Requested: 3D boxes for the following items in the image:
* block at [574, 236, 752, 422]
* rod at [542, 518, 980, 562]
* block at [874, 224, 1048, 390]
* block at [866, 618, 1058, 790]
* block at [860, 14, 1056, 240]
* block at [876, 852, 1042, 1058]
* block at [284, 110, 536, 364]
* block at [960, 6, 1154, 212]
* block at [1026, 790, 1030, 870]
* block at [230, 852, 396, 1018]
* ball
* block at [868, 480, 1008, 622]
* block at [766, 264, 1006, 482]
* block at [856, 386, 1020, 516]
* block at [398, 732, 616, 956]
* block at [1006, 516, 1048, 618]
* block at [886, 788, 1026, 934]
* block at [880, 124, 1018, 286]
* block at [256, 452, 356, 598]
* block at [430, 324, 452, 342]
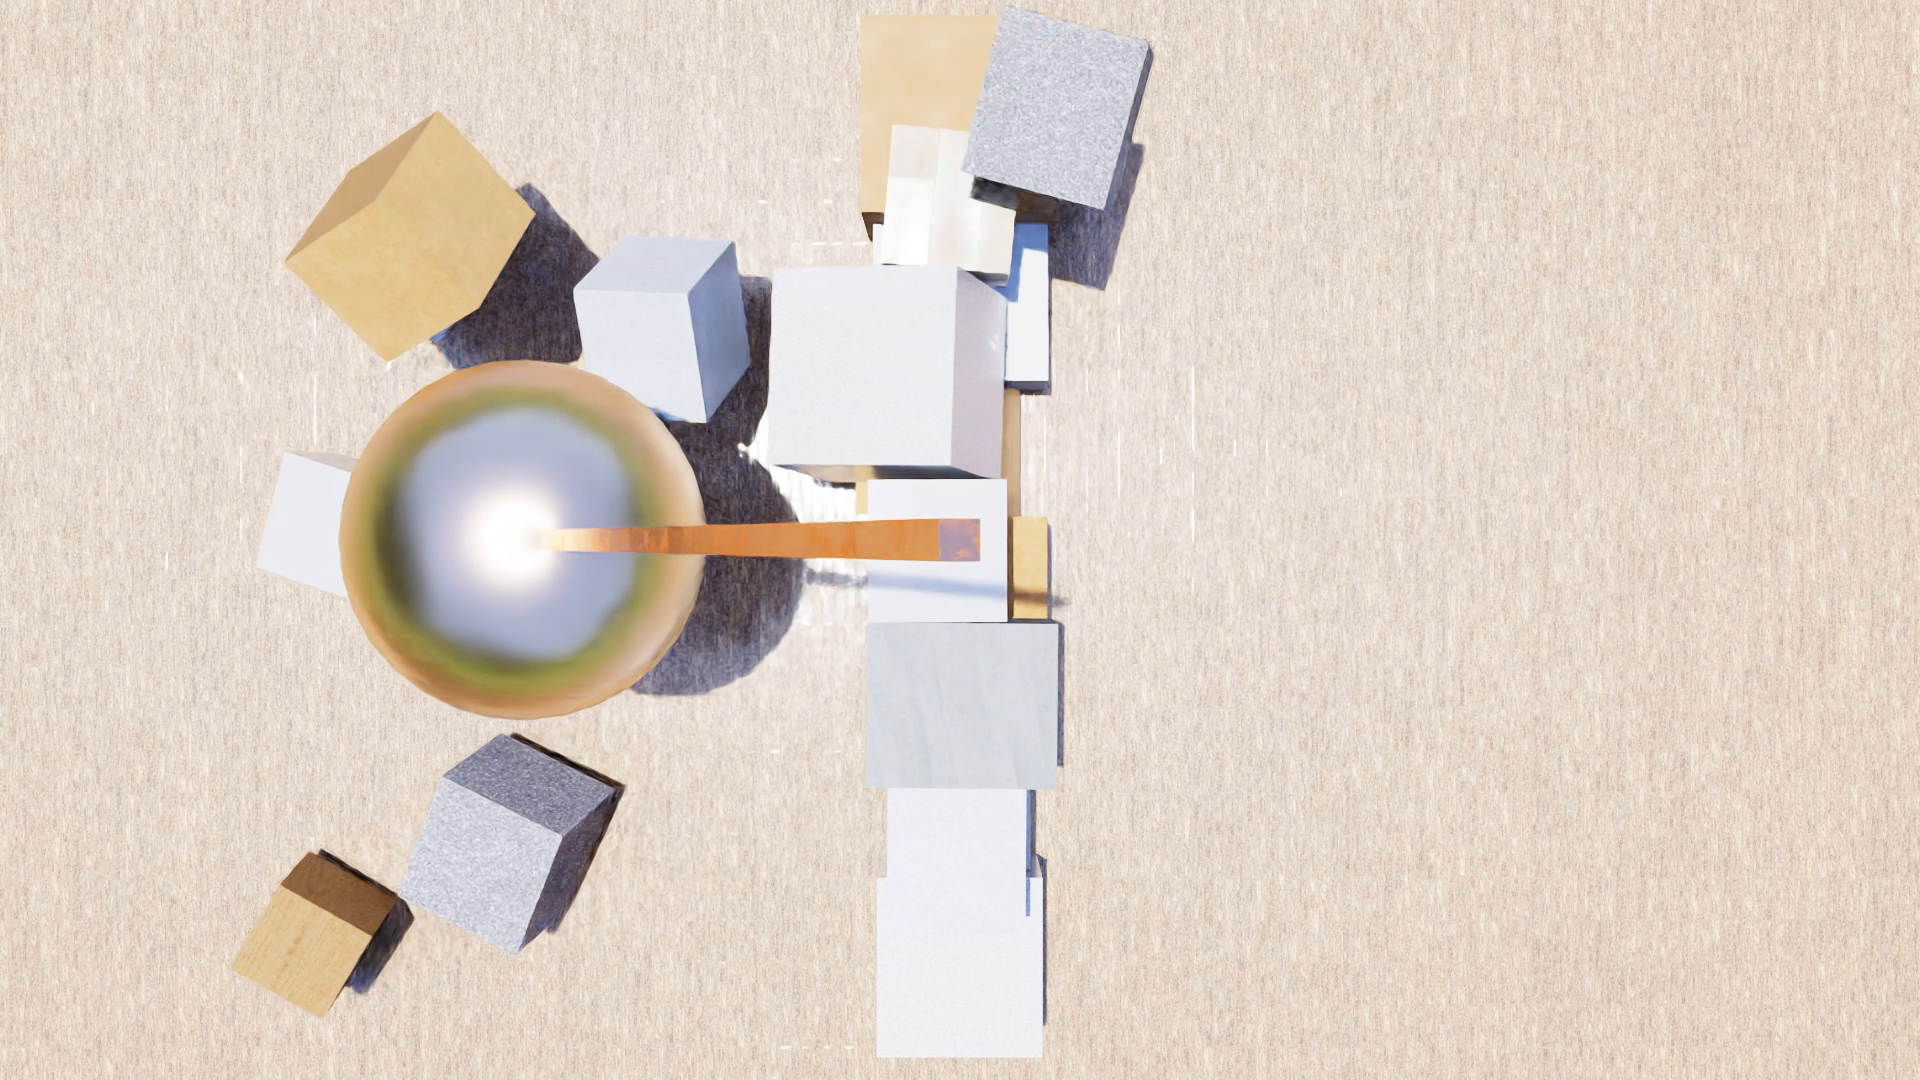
[{"bbox_3d":[-1.568,-1.129,11.694,0.629,0.715,0.734,4,121,15],"label":"block"},{"bbox_3d":[-0.834,0.000,6.519,0.080,5.200,0.080,0,90,-19],"label":"rod"},{"bbox_3d":[0.004,-1.322,12.609,0.973,0.781,0.873,0,90,0],"label":"block"},{"bbox_3d":[0.011,0.845,11.582,0.971,0.782,0.844,1,90,0],"label":"block"},{"bbox_3d":[-0.008,-2.300,12.427,1.054,1.147,1.064,0,90,0],"label":"block"},{"bbox_3d":[-0.002,2.341,12.520,0.907,0.961,0.983,0,90,0],"label":"block"},{"bbox_3d":[-2.801,-1.550,11.249,0.721,0.834,0.722,-24,122,32],"label":"block"},{"bbox_3d":[0.484,-2.089,10.740,0.713,0.641,0.801,16,99,5],"label":"block"},{"bbox_3d":[0.008,1.397,12.638,0.771,0.725,0.887,0,90,0],"label":"block"},{"bbox_3d":[-3.678,2.246,12.553,0.583,0.657,0.560,31,96,-6],"label":"block"},{"bbox_3d":[-1.924,0.000,9.740,1.600,1.600,1.600,0,90,0],"label":"ball"},{"bbox_3d":[-0.113,0.055,11.573,0.703,0.801,0.724,0,90,0],"label":"block"},{"bbox_3d":[-0.370,-0.852,11.607,0.980,0.988,1.011,1,87,16],"label":"block"},{"bbox_3d":[-0.114,-0.506,12.493,0.723,0.850,0.738,0,90,16],"label":"block"},{"bbox_3d":[-2.560,1.711,12.470,0.754,0.794,0.785,25,107,6],"label":"block"},{"bbox_3d":[-0.002,0.408,12.487,0.954,1.027,1.071,0,90,0],"label":"block"},{"bbox_3d":[-0.018,1.656,11.690,0.715,0.706,0.765,0,89,0],"label":"block"},{"bbox_3d":[-0.044,-1.739,11.511,0.659,0.687,0.701,5,91,0],"label":"block"},{"bbox_3d":[-3.473,-0.073,12.588,0.719,0.599,0.677,17,95,15],"label":"block"},{"bbox_3d":[-2.982,-1.701,12.410,0.625,0.732,0.668,32,120,-24],"label":"block"}]
